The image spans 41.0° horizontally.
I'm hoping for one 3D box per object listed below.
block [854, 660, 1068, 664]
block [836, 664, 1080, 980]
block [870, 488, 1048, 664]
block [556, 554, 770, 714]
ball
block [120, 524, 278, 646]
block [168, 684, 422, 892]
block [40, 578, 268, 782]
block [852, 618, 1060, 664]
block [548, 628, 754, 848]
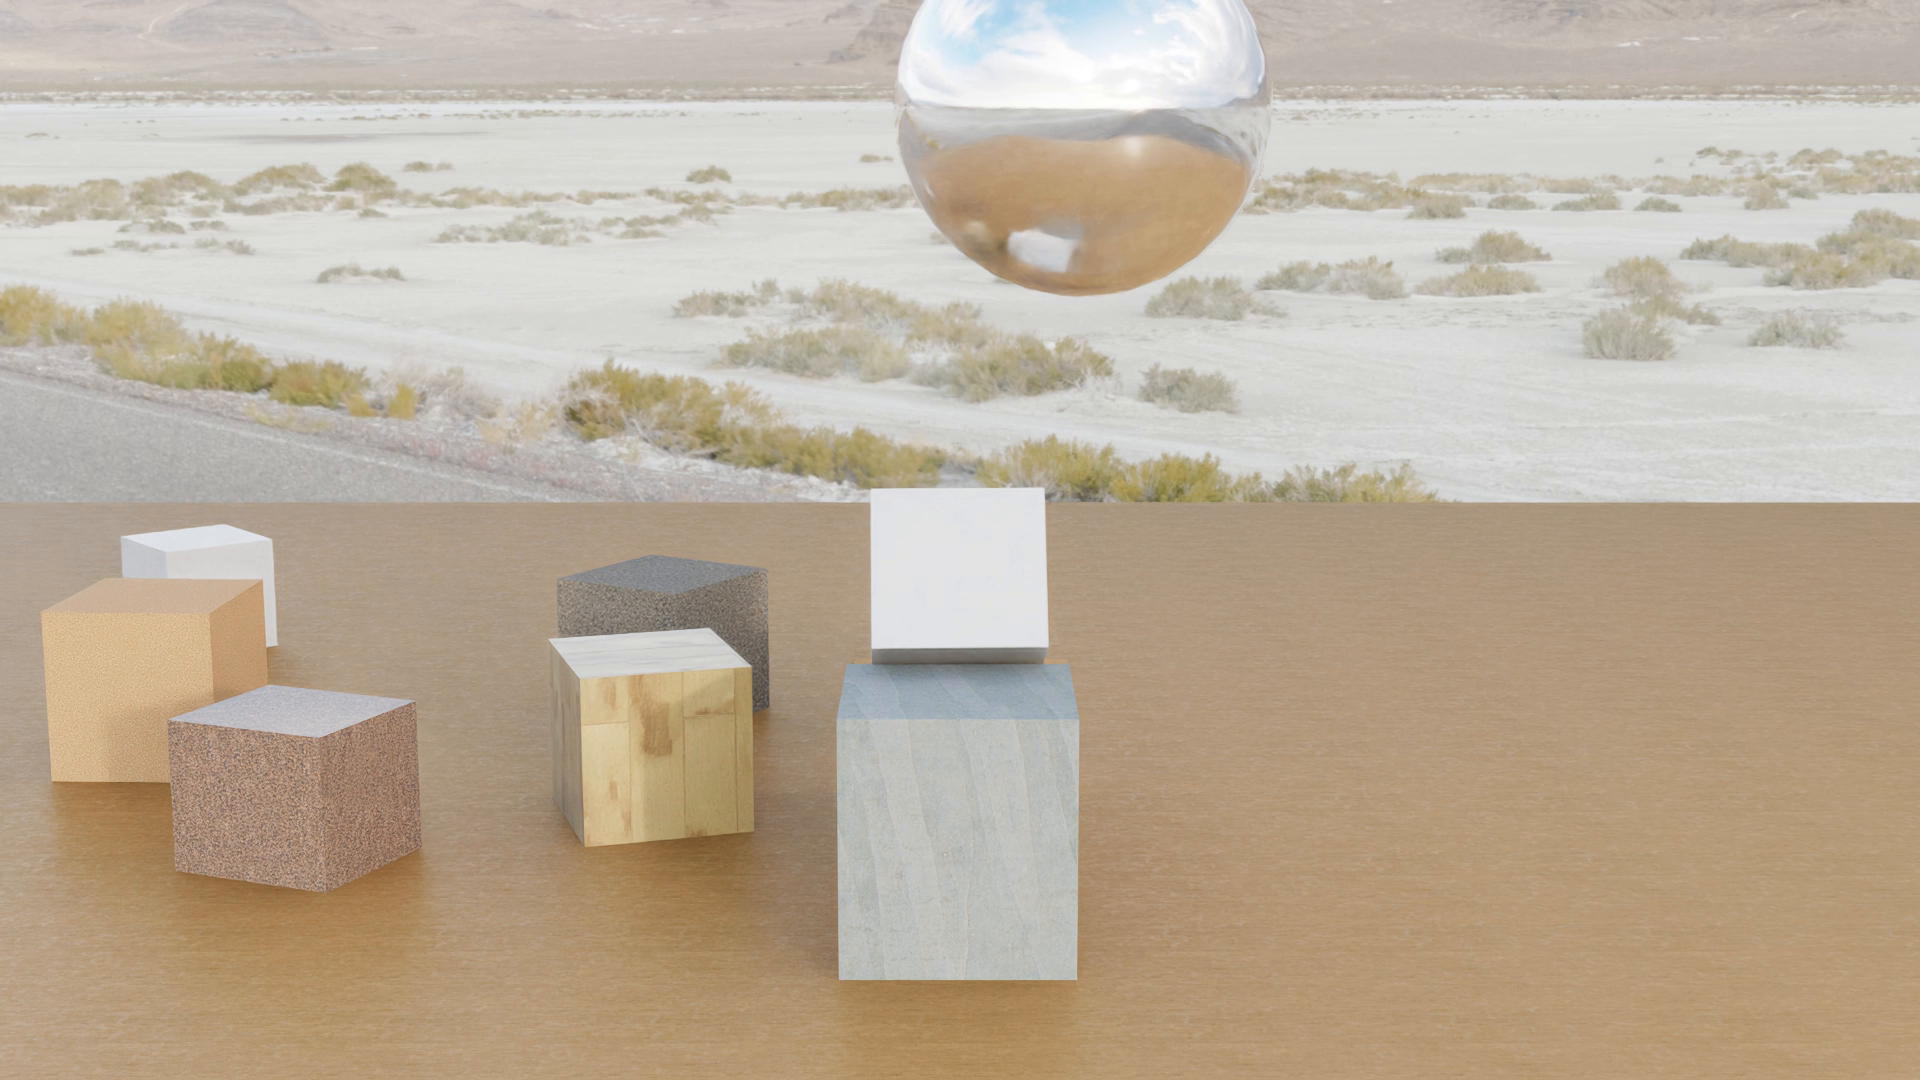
[{"bbox_3d":[0.004,1.050,11.353,0.966,0.873,0.862,0,10,0],"label":"block"},{"bbox_3d":[-0.008,1.124,10.438,0.935,1.053,0.944,0,10,0],"label":"block"},{"bbox_3d":[-0.017,0.207,10.968,0.725,0.681,0.718,0,-15,-2],"label":"block"},{"bbox_3d":[-1.633,0.575,14.187,0.812,0.794,0.838,6,12,30],"label":"block"},{"bbox_3d":[0.515,-1.831,10.847,1.600,1.600,1.600,0,10,0],"label":"ball"},{"bbox_3d":[-4.734,0.315,15.962,0.681,0.669,0.696,-8,13,-39],"label":"block"},{"bbox_3d":[-2.986,1.104,11.554,0.811,0.695,0.718,4,11,22],"label":"block"},{"bbox_3d":[-4.125,0.710,13.233,0.846,0.868,0.877,0,10,2],"label":"block"},{"bbox_3d":[-0.017,0.893,12.274,0.959,0.852,0.980,0,10,0],"label":"block"},{"bbox_3d":[-1.485,0.925,12.261,0.801,0.794,0.882,-3,11,-18],"label":"block"}]
